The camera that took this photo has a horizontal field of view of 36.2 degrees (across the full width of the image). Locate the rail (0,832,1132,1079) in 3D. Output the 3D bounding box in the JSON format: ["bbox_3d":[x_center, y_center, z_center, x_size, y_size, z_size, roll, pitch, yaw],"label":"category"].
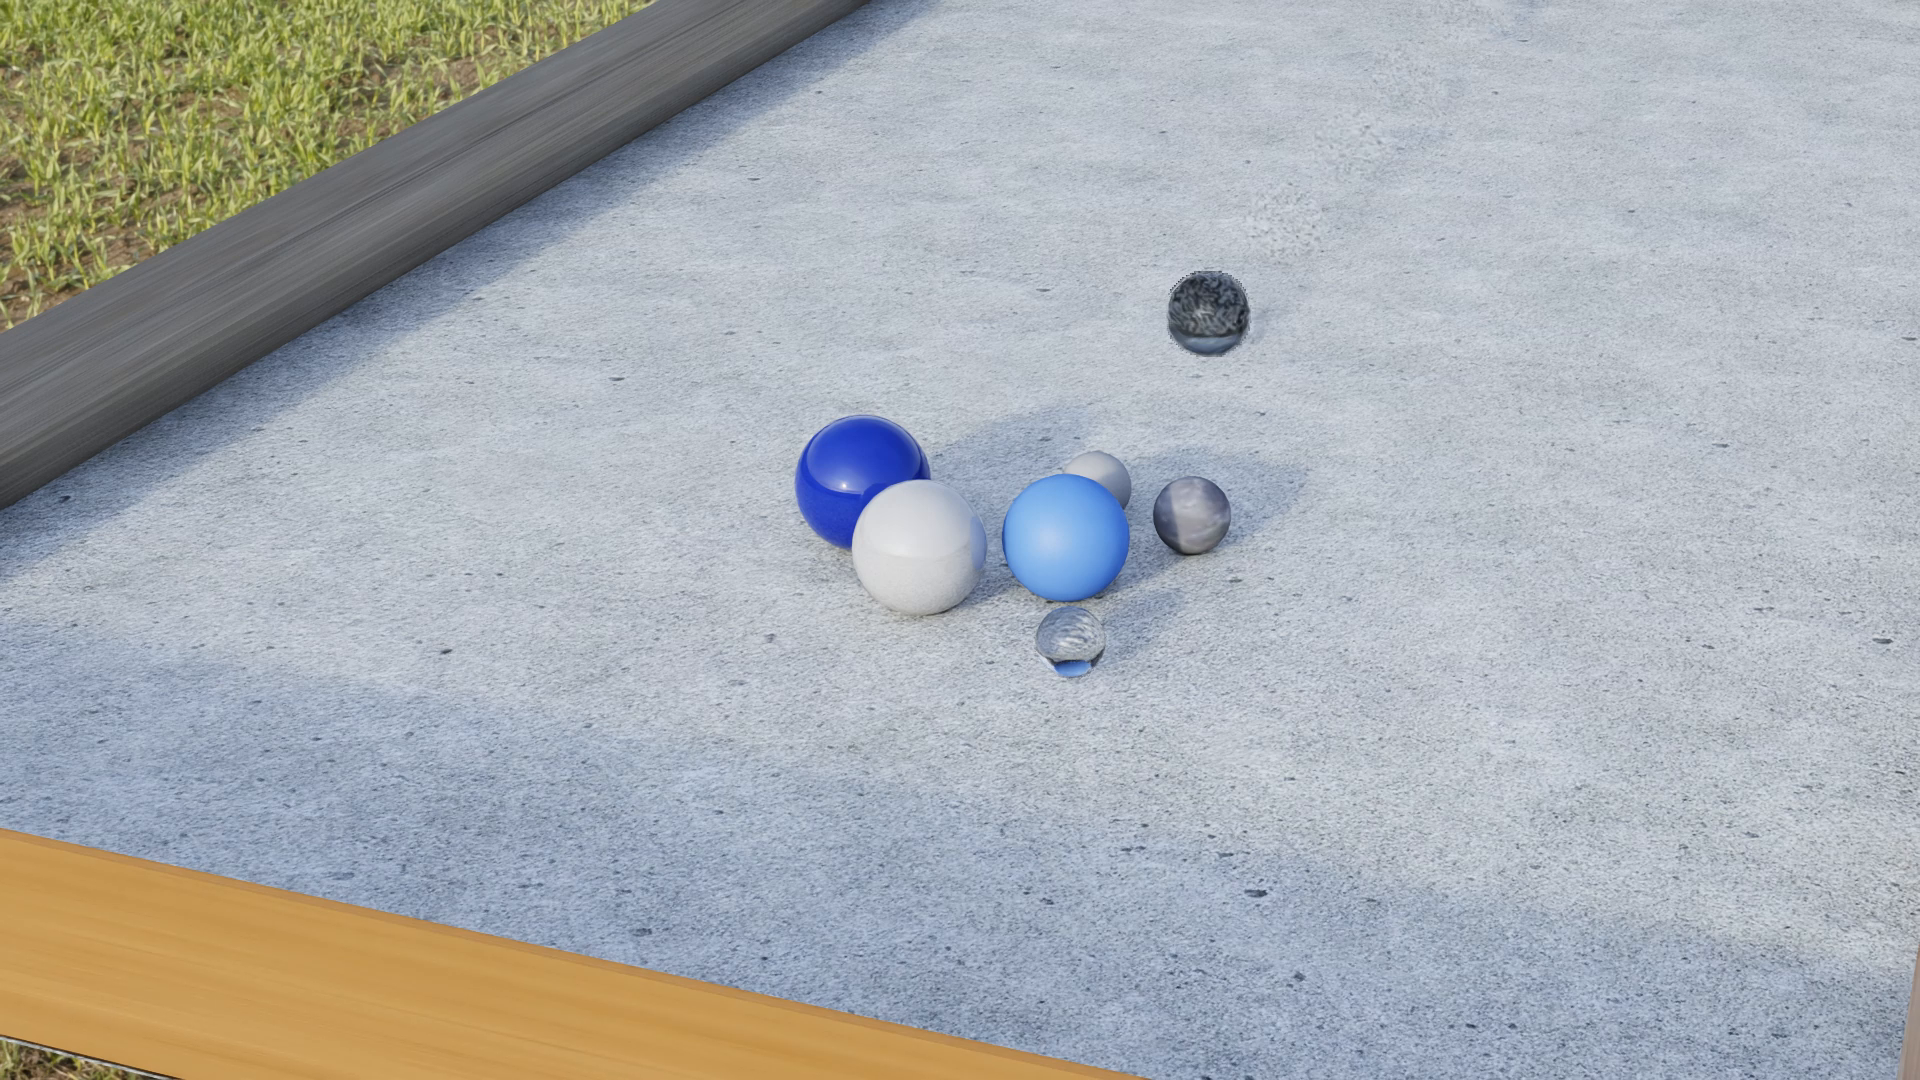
[{"bbox_3d":[-0.232,0.221,1.376,1.352,0.121,0.045,9,26,19],"label":"rail"}]

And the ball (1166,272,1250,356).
[{"bbox_3d":[0.197,-0.179,2.336,0.066,0.066,0.066,0,24,0],"label":"ball"}]

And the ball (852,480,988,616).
[{"bbox_3d":[-0.026,0.005,1.900,0.088,0.088,0.088,0,24,0],"label":"ball"}]

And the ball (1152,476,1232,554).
[{"bbox_3d":[0.157,-0.017,1.991,0.053,0.053,0.053,0,24,0],"label":"ball"}]

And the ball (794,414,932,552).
[{"bbox_3d":[-0.066,-0.038,1.990,0.093,0.093,0.093,0,24,0],"label":"ball"}]

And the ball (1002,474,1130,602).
[{"bbox_3d":[0.069,-0.001,1.919,0.084,0.084,0.084,0,24,0],"label":"ball"}]

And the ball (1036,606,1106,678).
[{"bbox_3d":[0.069,0.063,1.824,0.044,0.044,0.044,0,24,0],"label":"ball"}]

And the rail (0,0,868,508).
[{"bbox_3d":[-0.367,-0.377,2.705,0.045,0.121,2.668,9,26,19],"label":"rail"}]

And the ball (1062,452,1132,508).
[{"bbox_3d":[0.094,-0.036,2.038,0.050,0.050,0.050,0,24,0],"label":"ball"}]

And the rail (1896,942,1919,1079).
[{"bbox_3d":[0.849,-0.183,2.276,0.045,0.121,2.668,9,26,19],"label":"rail"}]
